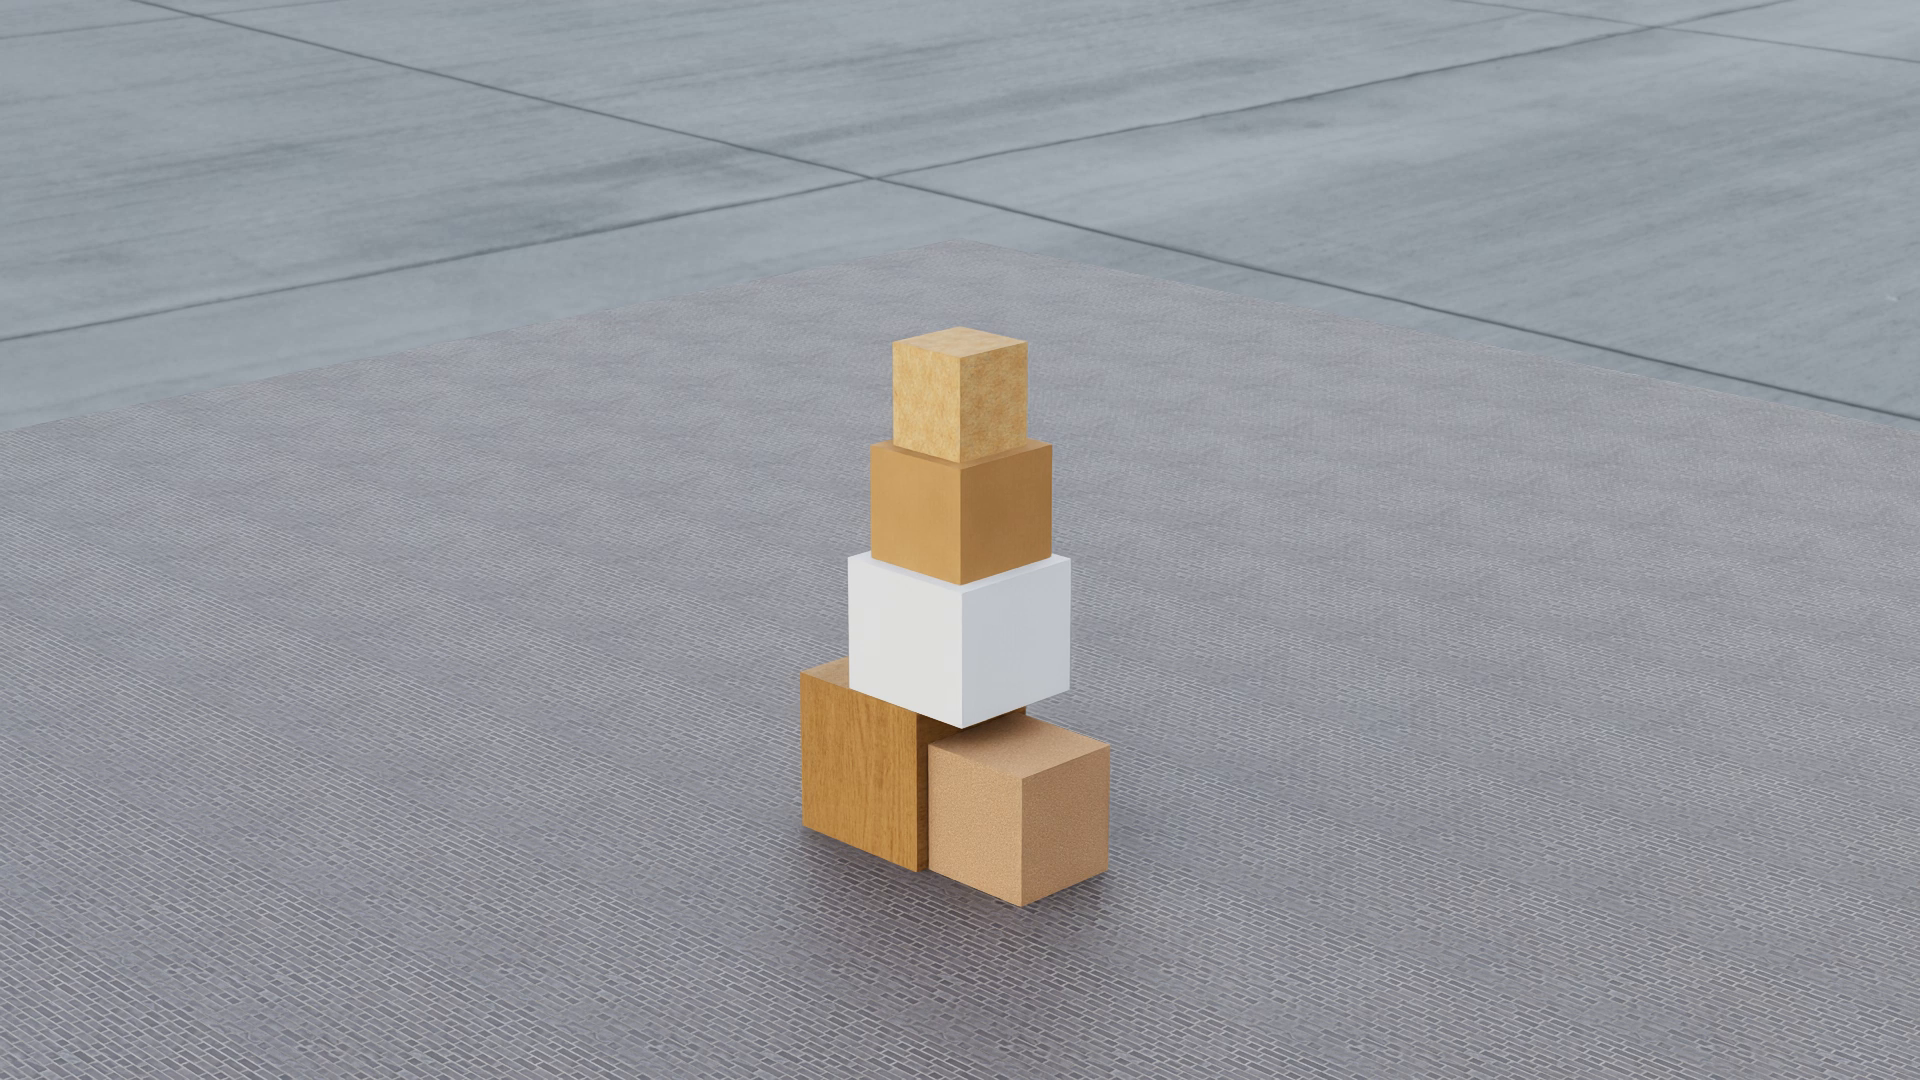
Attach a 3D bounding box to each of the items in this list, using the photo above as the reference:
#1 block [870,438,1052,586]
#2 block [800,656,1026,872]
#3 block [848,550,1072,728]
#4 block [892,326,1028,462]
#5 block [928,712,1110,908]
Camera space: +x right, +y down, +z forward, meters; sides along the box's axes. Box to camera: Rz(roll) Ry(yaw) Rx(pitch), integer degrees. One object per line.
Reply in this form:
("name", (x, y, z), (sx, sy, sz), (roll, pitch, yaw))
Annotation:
("block", (0.006, -0.175, 13.293), (0.587, 0.535, 0.574), (-17, 24, -42))
("block", (-0.222, 0.998, 13.869), (0.716, 0.779, 0.784), (-17, 24, -42))
("block", (-0.003, 0.386, 13.460), (0.703, 0.635, 0.735), (-17, 24, -42))
("block", (0.001, -0.656, 13.136), (0.426, 0.477, 0.424), (-17, 24, -42))
("block", (0.269, 1.224, 13.420), (0.579, 0.618, 0.592), (-17, 24, -42))
